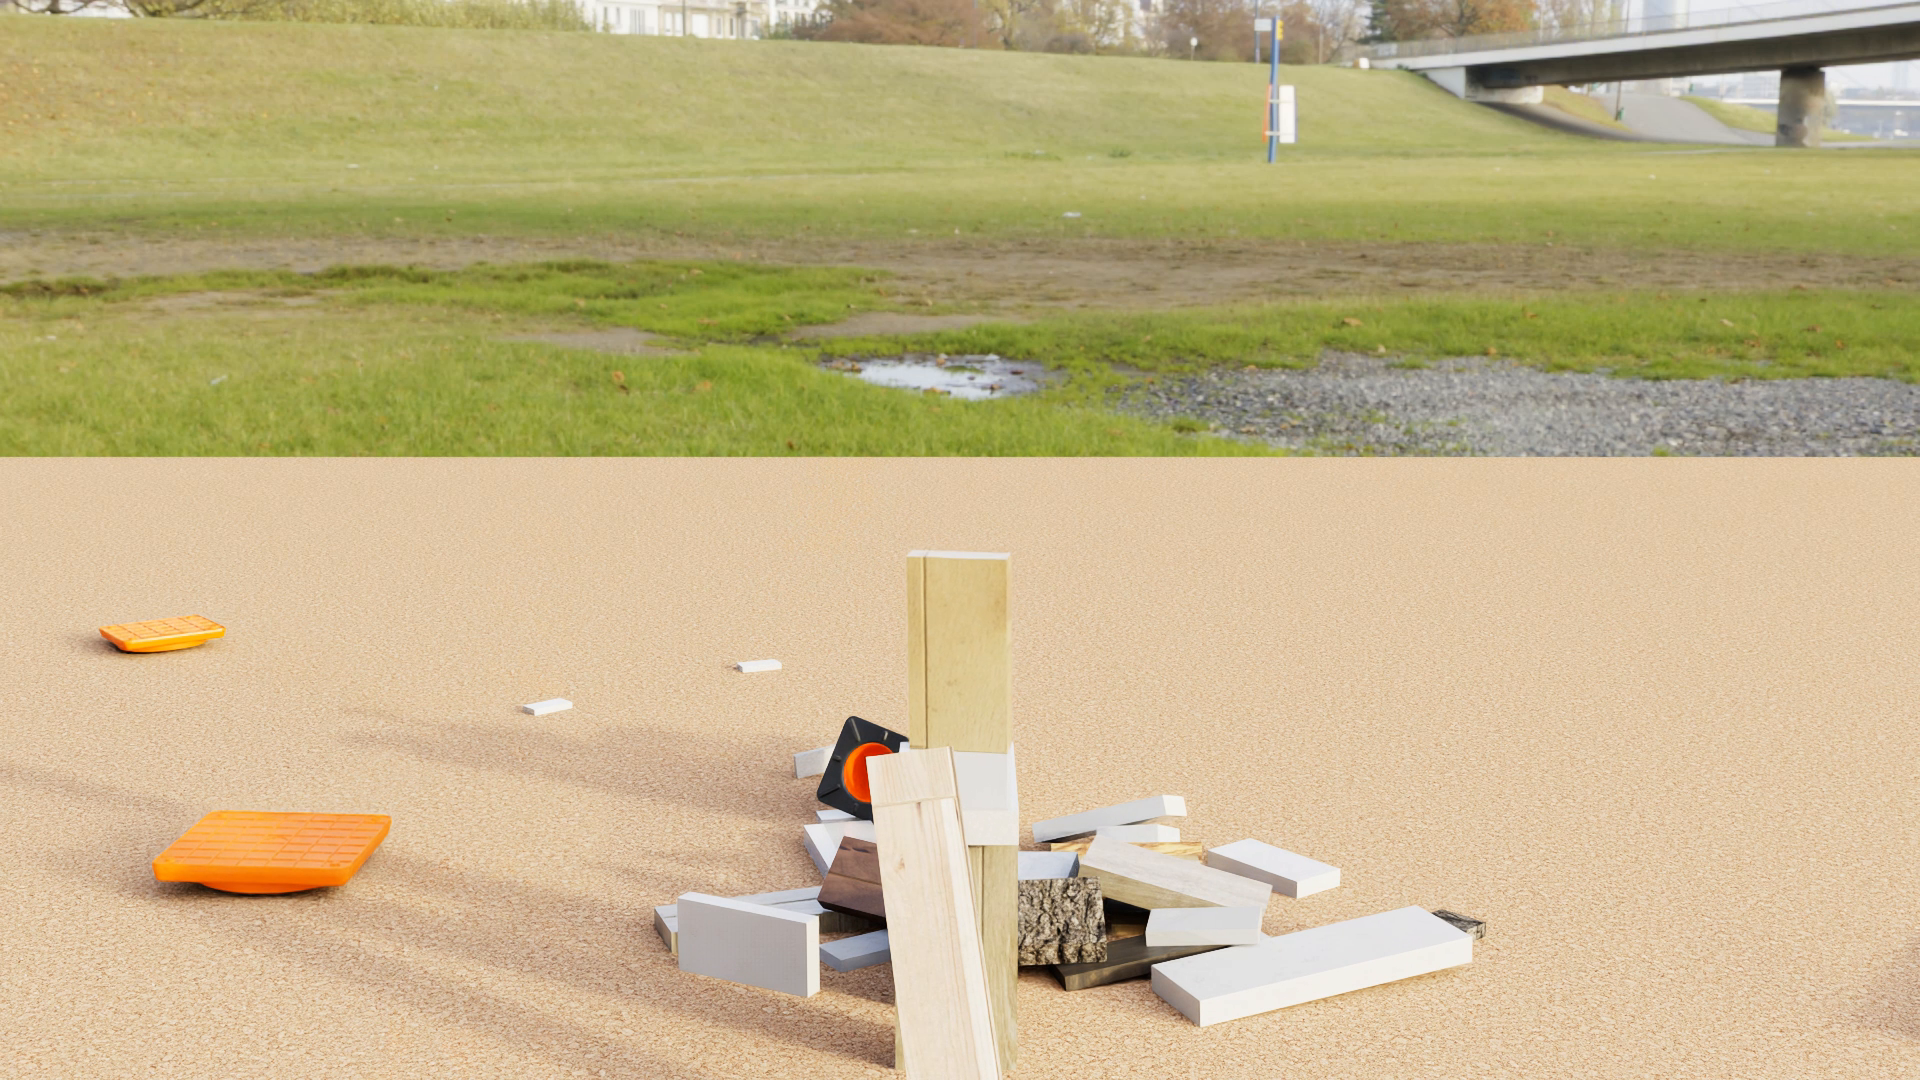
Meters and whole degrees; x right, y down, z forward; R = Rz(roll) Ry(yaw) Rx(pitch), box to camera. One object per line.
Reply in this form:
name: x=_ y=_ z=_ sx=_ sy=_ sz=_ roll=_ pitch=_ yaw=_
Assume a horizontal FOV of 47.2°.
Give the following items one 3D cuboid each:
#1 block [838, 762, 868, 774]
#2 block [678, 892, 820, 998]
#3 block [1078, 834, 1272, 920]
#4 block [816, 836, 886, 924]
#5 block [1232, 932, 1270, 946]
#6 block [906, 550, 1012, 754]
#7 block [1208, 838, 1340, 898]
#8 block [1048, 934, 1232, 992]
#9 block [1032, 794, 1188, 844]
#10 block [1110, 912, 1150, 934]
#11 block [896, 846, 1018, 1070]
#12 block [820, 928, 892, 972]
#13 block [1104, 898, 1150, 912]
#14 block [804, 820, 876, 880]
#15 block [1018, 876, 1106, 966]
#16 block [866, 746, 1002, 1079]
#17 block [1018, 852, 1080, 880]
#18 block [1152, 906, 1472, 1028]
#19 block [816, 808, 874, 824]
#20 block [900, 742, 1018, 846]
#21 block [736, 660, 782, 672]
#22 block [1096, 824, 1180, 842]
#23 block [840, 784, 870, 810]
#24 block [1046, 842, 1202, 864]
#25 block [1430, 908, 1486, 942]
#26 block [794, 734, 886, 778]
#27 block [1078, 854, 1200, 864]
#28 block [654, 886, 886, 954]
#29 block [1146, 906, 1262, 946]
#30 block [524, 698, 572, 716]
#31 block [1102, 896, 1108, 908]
block: x=-0.232 y=0.448 z=4.396 sx=0.095 sy=0.013 sz=0.047 roll=7 pitch=13 yaw=34
block: x=-0.317 y=0.603 z=3.284 sx=0.230 sy=0.115 sz=0.033 roll=6 pitch=12 yaw=28
block: x=0.340 y=0.548 z=3.478 sx=0.292 sy=0.041 sz=0.146 roll=15 pitch=14 yaw=10
block: x=-0.098 y=0.547 z=3.461 sx=0.230 sy=0.115 sz=0.033 roll=10 pitch=-30 yaw=24
block: x=0.397 y=0.630 z=3.387 sx=0.168 sy=0.024 sz=0.084 roll=-5 pitch=11 yaw=-23
block: x=0.000 y=0.160 z=3.143 sx=0.143 sy=0.285 sz=0.040 roll=2 pitch=13 yaw=10
block: x=0.534 y=0.559 z=3.753 sx=0.105 sy=0.030 sz=0.210 roll=-8 pitch=13 yaw=-38
block: x=0.271 y=0.626 z=3.318 sx=0.264 sy=0.024 sz=0.084 roll=-10 pitch=14 yaw=-14
block: x=0.261 y=0.488 z=3.834 sx=0.243 sy=0.034 sz=0.122 roll=-15 pitch=-13 yaw=20
block: x=0.299 y=0.612 z=3.508 sx=0.116 sy=0.016 sz=0.058 roll=0 pitch=11 yaw=2
block: x=-0.005 y=0.552 z=2.972 sx=0.164 sy=0.329 sz=0.047 roll=0 pitch=11 yaw=0
block: x=-0.139 y=0.631 z=3.391 sx=0.147 sy=0.021 sz=0.073 roll=-7 pitch=13 yaw=-33
block: x=0.192 y=0.578 z=3.638 sx=0.252 sy=0.036 sz=0.126 roll=0 pitch=11 yaw=-2
block: x=-0.190 y=0.544 z=3.822 sx=0.121 sy=0.034 sz=0.243 roll=-3 pitch=11 yaw=-14
block: x=0.074 y=0.579 z=3.329 sx=0.285 sy=0.040 sz=0.143 roll=-3 pitch=33 yaw=0
block: x=-0.028 y=0.526 z=2.766 sx=0.115 sy=0.556 sz=0.033 roll=-7 pitch=-29 yaw=-4
block: x=0.033 y=0.553 z=3.505 sx=0.292 sy=0.041 sz=0.146 roll=-2 pitch=24 yaw=18
block: x=0.525 y=0.630 z=3.271 sx=0.468 sy=0.040 sz=0.143 roll=-8 pitch=14 yaw=-23
block: x=-0.207 y=0.511 z=4.052 sx=0.108 sy=0.015 sz=0.054 roll=-3 pitch=11 yaw=-14
block: x=-0.005 y=0.348 z=3.046 sx=0.164 sy=0.047 sz=0.329 roll=0 pitch=11 yaw=0
block: x=-0.476 y=0.298 z=5.205 sx=0.095 sy=0.014 sz=0.048 roll=-5 pitch=11 yaw=-24
block: x=0.309 y=0.511 z=3.792 sx=0.105 sy=0.030 sz=0.210 roll=-4 pitch=-10 yaw=15
block: x=-0.197 y=0.488 z=4.176 sx=0.054 sy=0.015 sz=0.108 roll=0 pitch=11 yaw=0
block: x=0.276 y=0.537 z=3.732 sx=0.252 sy=0.036 sz=0.126 roll=0 pitch=-12 yaw=-2
block: x=0.739 y=0.619 z=3.445 sx=0.168 sy=0.024 sz=0.084 roll=-10 pitch=14 yaw=-42
block: x=-0.236 y=0.427 z=4.352 sx=0.190 sy=0.047 sz=0.013 roll=-12 pitch=19 yaw=-21
block: x=0.291 y=0.549 z=3.614 sx=0.210 sy=0.030 sz=0.105 roll=0 pitch=11 yaw=-1
block: x=-0.302 y=0.601 z=3.515 sx=0.352 sy=0.034 sz=0.121 roll=-4 pitch=11 yaw=-20
block: x=0.371 y=0.586 z=3.336 sx=0.168 sy=0.024 sz=0.084 roll=-4 pitch=14 yaw=12
block: x=-0.906 y=0.367 z=4.835 sx=0.095 sy=0.014 sz=0.048 roll=-10 pitch=14 yaw=-42
block: x=0.184 y=0.552 z=3.549 sx=0.116 sy=0.058 sz=0.016 roll=14 pitch=10 yaw=18
